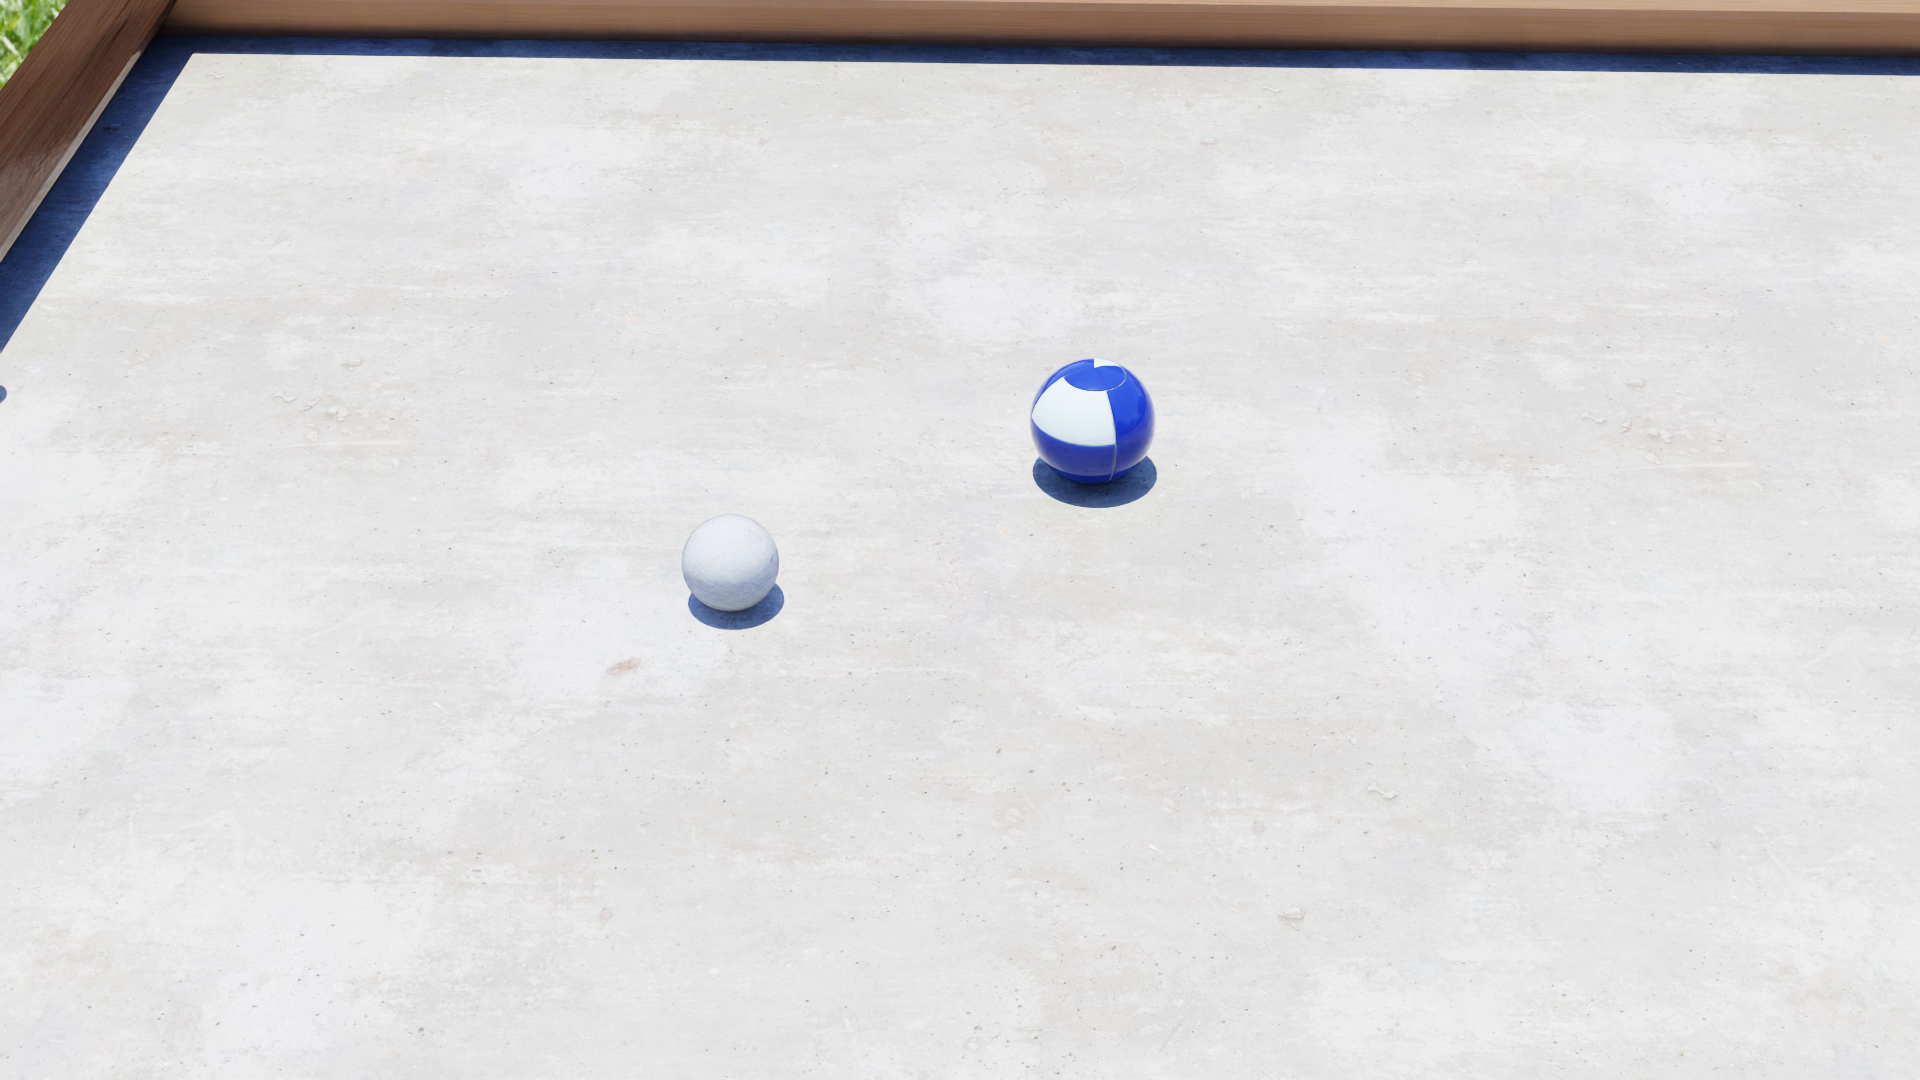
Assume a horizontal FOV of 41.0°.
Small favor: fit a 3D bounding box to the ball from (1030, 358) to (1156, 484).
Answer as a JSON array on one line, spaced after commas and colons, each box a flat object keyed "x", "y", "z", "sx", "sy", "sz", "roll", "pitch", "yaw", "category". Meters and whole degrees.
[{"x": 0.096, "y": -0.086, "z": 1.858, "sx": 0.092, "sy": 0.092, "sz": 0.092, "roll": 0, "pitch": 36, "yaw": 0, "category": "ball"}]

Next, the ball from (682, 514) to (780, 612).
[{"x": -0.156, "y": 0.015, "z": 1.738, "sx": 0.066, "sy": 0.066, "sz": 0.066, "roll": 0, "pitch": 36, "yaw": 0, "category": "ball"}]

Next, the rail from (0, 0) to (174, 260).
[{"x": -0.791, "y": -0.034, "z": 1.760, "sx": 0.045, "sy": 0.119, "sz": 1.758, "roll": 1, "pitch": 36, "yaw": 1, "category": "rail"}]

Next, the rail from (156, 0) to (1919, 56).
[{"x": 0.840, "y": -0.502, "z": 2.417, "sx": 3.261, "sy": 0.119, "sz": 0.045, "roll": 1, "pitch": 36, "yaw": 1, "category": "rail"}]
